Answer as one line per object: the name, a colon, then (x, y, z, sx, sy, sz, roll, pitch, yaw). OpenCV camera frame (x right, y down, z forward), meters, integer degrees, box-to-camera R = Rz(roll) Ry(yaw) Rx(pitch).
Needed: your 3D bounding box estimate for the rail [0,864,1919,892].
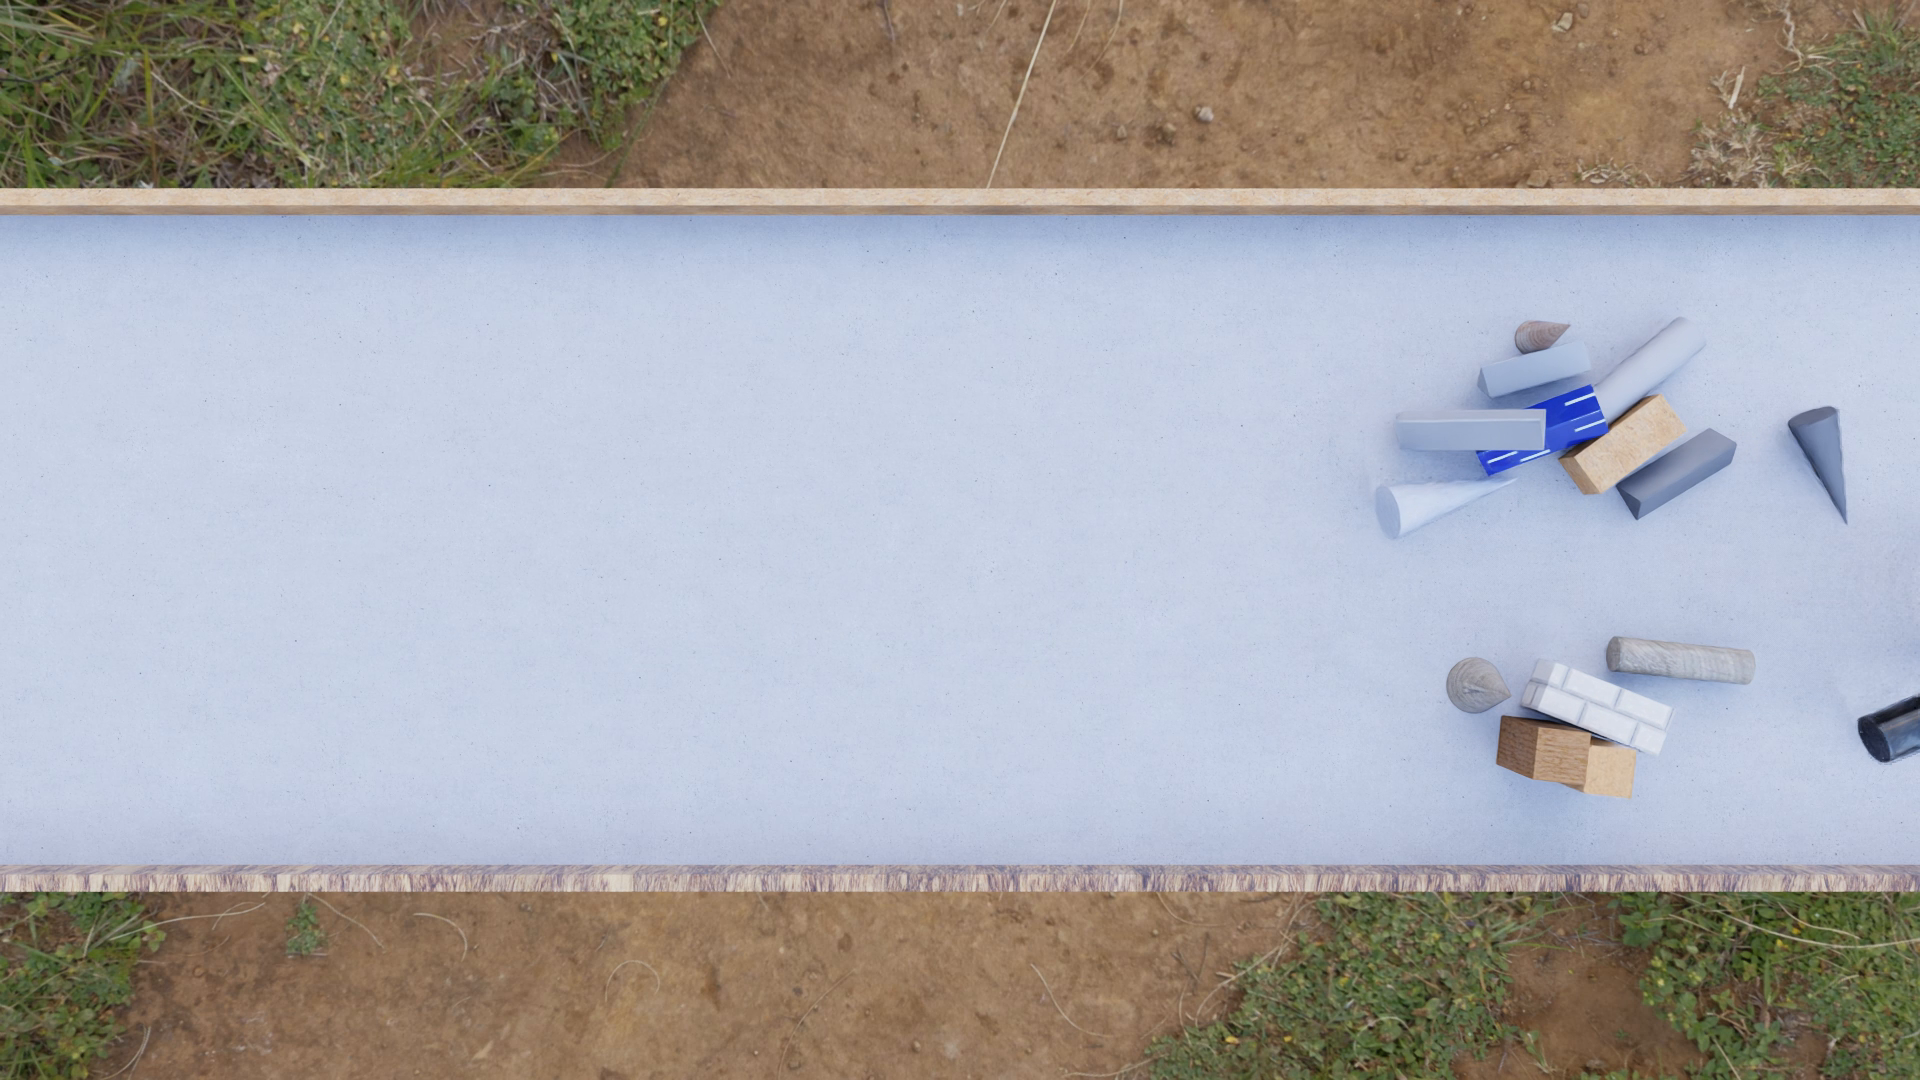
rail: (-2.247, 1.025, 5.001, 12.000, 0.150, 0.050, 0, 90, 0)

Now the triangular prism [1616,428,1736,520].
triangular prism: (2.193, -0.203, 5.019, 0.339, 0.109, 0.126, -31, 90, 0)

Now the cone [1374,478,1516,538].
cone: (1.510, -0.140, 5.036, 0.451, 0.165, 0.165, -14, 90, -10)

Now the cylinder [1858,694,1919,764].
cylinder: (2.950, 0.533, 5.000, 0.388, 0.153, 0.153, -22, 90, 0)

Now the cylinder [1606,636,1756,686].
cylinder: (2.193, 0.368, 5.023, 0.409, 0.108, 0.108, 6, 90, 0)

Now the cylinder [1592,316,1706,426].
cylinder: (2.062, -0.499, 5.016, 0.420, 0.121, 0.121, -39, 90, 0)

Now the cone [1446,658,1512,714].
cone: (1.583, 0.448, 4.902, 0.173, 0.349, 0.173, 0, 90, 0)

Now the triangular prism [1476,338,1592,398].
triangular prism: (1.742, -0.531, 5.013, 0.319, 0.098, 0.085, -16, 120, 0)

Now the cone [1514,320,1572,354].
cone: (1.764, -0.621, 4.915, 0.115, 0.322, 0.115, 0, 90, 0)

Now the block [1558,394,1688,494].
block: (2.010, -0.289, 5.008, 0.323, 0.136, 0.136, -36, 90, 0)

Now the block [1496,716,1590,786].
block: (1.733, 0.623, 4.913, 0.152, 0.328, 0.152, 6, 90, 0)

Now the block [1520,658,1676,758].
block: (1.931, 0.507, 4.999, 0.385, 0.154, 0.154, 21, 90, 0)

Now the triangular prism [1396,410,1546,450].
triangular prism: (1.520, -0.342, 4.922, 0.417, 0.106, 0.123, 1, 78, 27)

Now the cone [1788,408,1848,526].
cone: (2.659, -0.208, 5.042, 0.141, 0.141, 0.369, -24, 101, 0)

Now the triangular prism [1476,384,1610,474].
triangular prism: (1.736, -0.325, 4.945, 0.369, 0.132, 0.152, -21, 90, 21)

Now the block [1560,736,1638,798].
block: (1.876, 0.667, 4.917, 0.140, 0.318, 0.140, 6, 90, 0)

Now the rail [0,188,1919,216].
rail: (-2.247, -1.025, 5.002, 12.000, 0.150, 0.050, 0, 90, 0)
